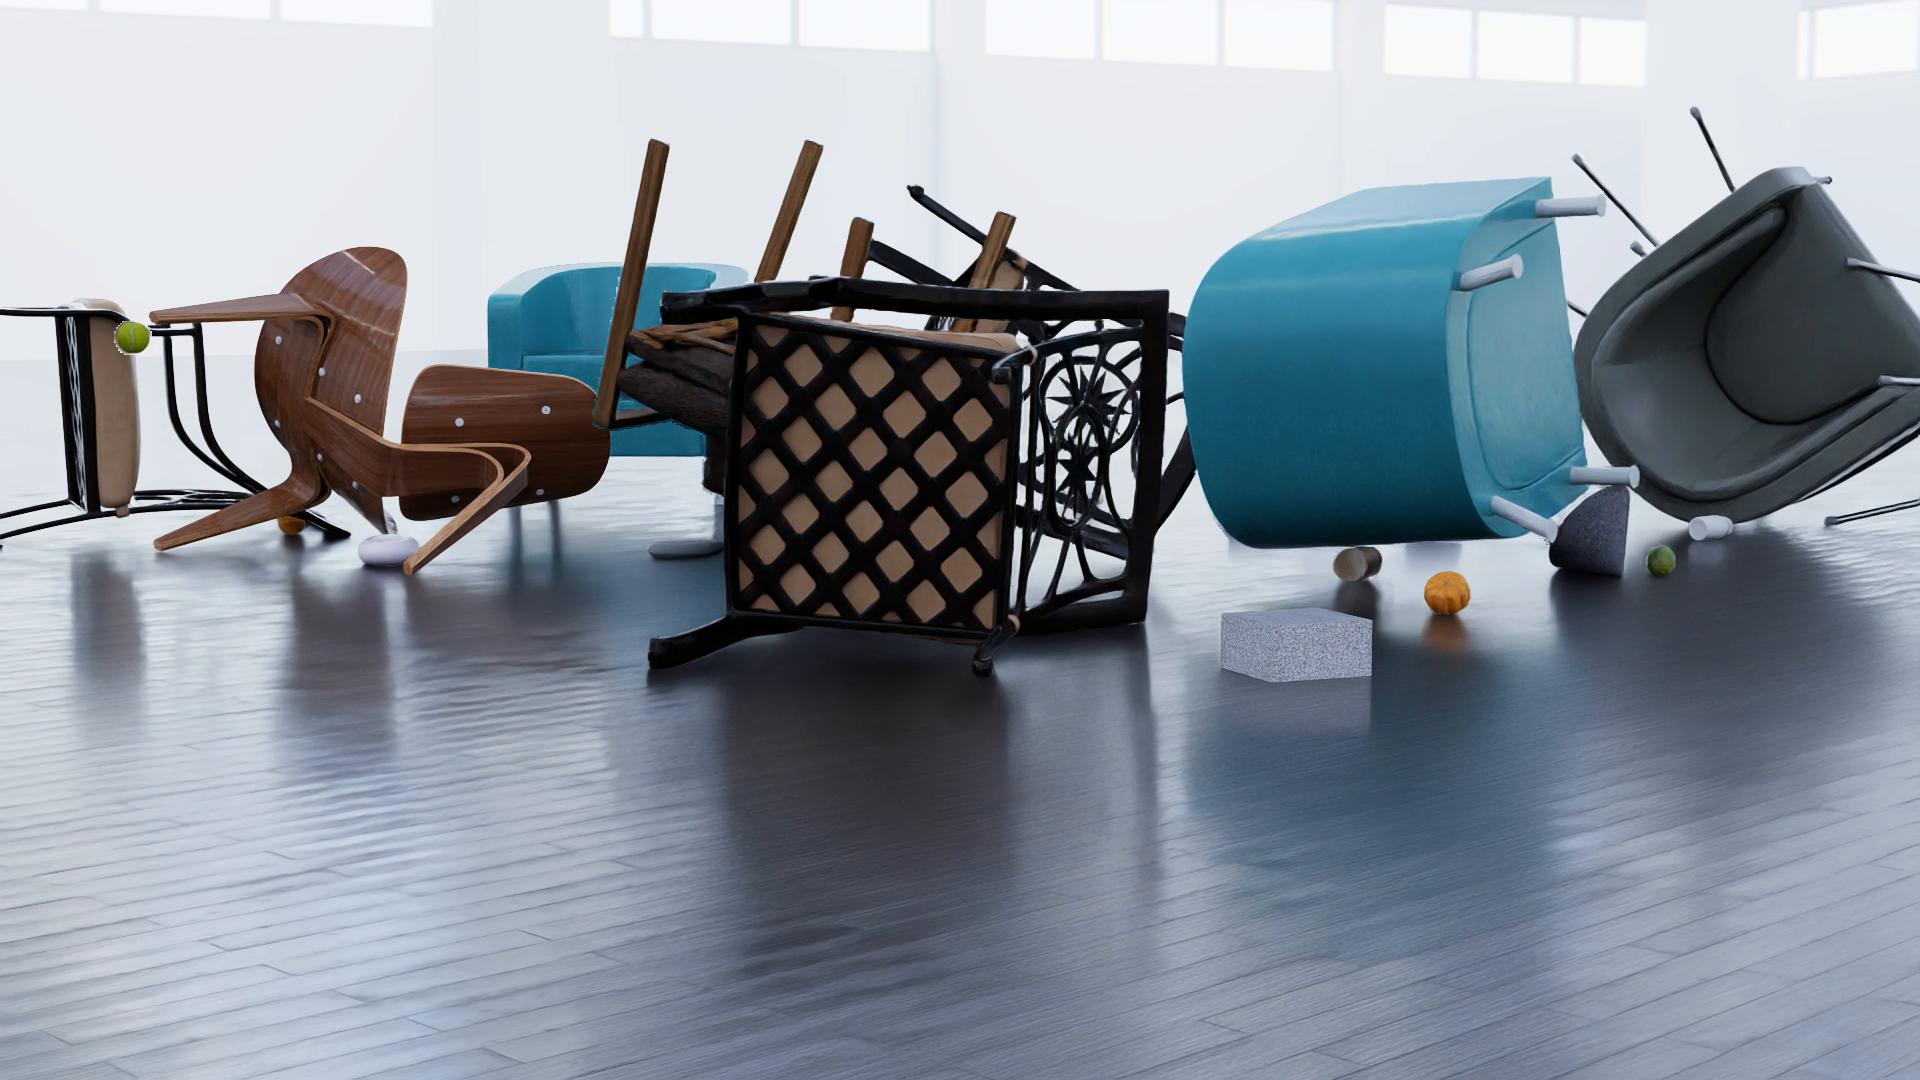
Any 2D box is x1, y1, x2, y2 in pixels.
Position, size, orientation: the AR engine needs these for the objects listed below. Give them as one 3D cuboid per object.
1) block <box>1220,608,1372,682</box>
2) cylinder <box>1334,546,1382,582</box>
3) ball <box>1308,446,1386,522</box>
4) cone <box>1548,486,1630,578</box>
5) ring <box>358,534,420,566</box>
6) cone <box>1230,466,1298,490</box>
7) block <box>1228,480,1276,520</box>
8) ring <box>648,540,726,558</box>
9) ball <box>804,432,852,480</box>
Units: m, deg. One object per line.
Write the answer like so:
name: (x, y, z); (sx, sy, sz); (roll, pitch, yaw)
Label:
block: (0.560, 0.173, 4.277); (0.187, 0.093, 0.175); (-2, 6, -22)
cylinder: (0.863, 0.051, 5.562); (0.084, 0.071, 0.069); (-20, -8, 37)
ball: (1.033, -0.149, 6.860); (0.204, 0.204, 0.204); (0, 6, 0)
cone: (1.425, 0.026, 5.659); (0.190, 0.145, 0.294); (-15, -34, -17)
ring: (-1.320, 0.023, 5.932); (0.138, 0.054, 0.274); (1, 5, -6)
cone: (0.948, -0.170, 7.878); (0.215, 0.078, 0.115); (9, -4, -16)
block: (0.806, -0.111, 7.051); (0.091, 0.091, 0.239); (2, 6, 16)
ring: (-0.645, 0.020, 6.063); (0.196, 0.033, 0.106); (-4, 6, -31)
ball: (-0.426, -0.269, 8.265); (0.155, 0.155, 0.155); (0, 6, 0)
